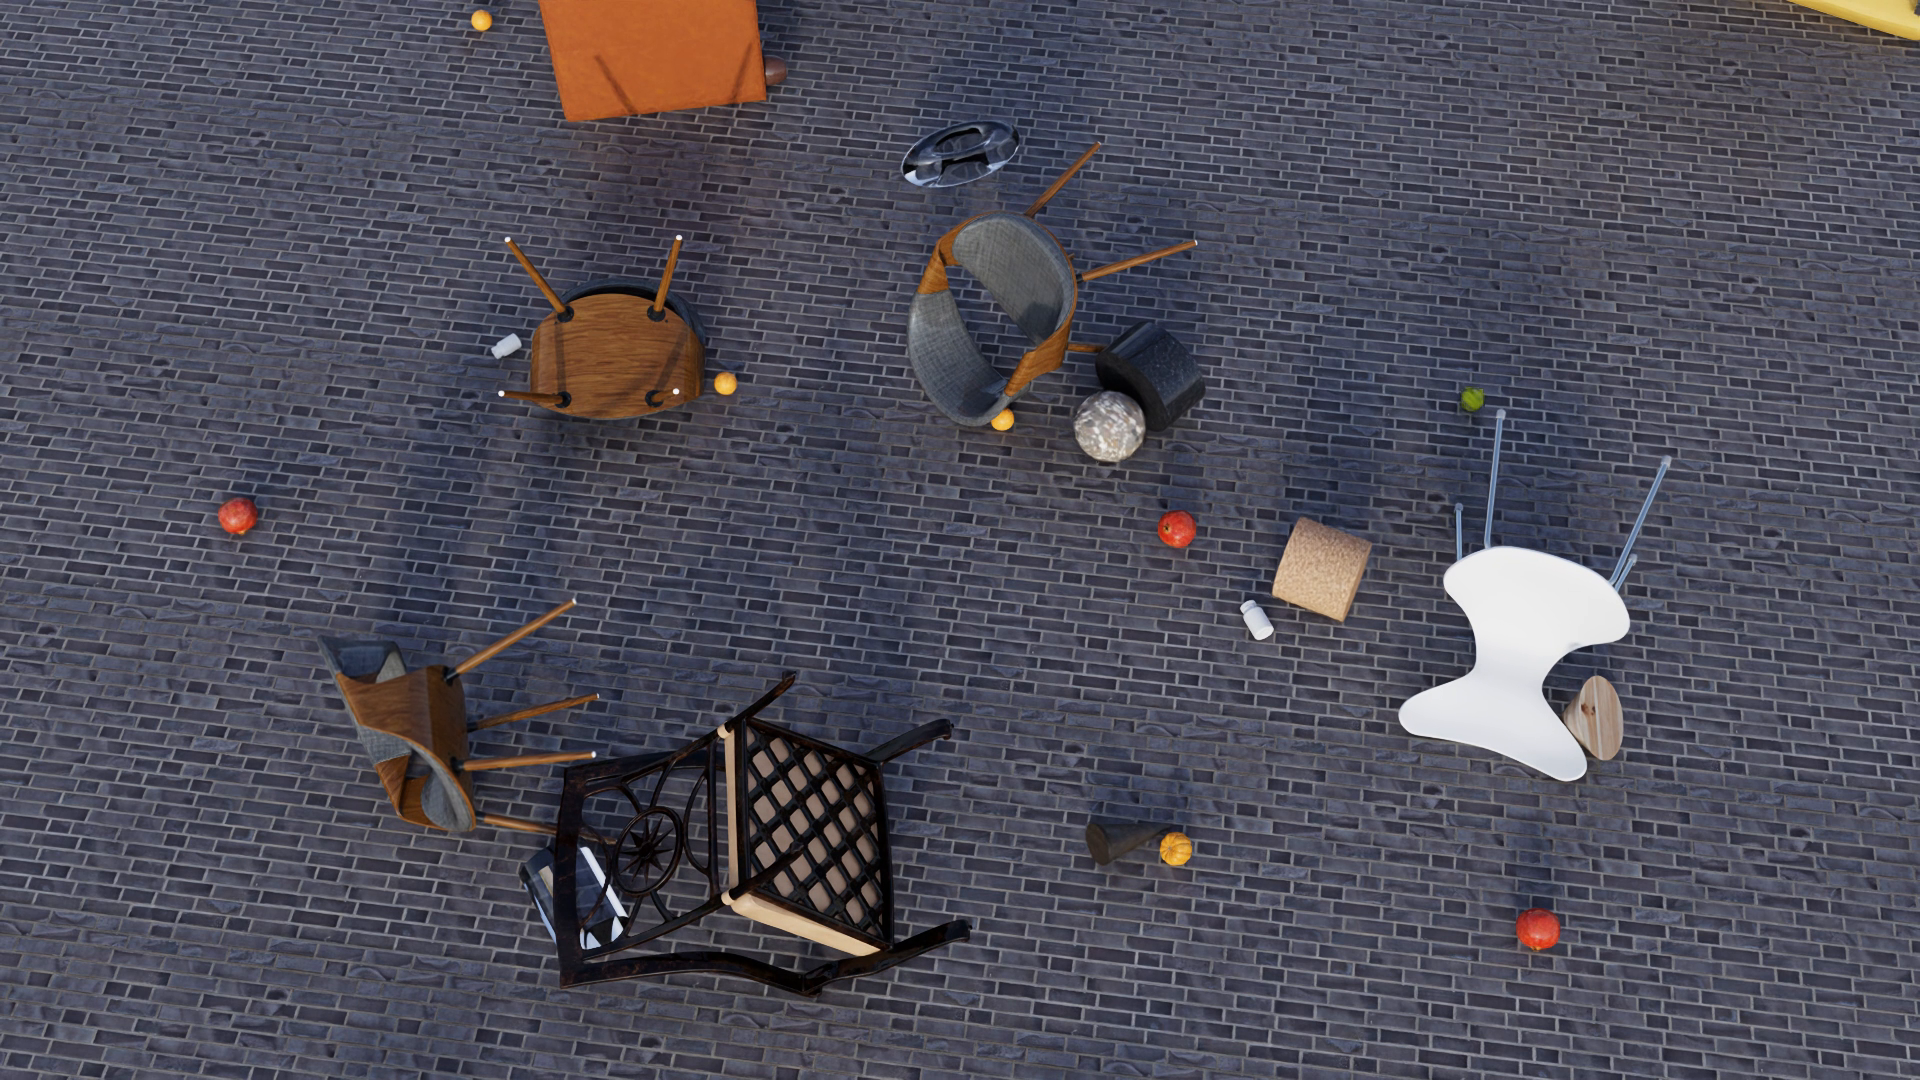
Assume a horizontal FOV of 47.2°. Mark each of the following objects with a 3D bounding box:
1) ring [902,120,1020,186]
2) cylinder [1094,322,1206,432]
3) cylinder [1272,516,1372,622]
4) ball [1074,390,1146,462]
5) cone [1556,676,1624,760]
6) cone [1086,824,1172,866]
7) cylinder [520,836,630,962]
[{"bbox_3d":[0.003,-1.292,7.351,0.420,0.153,0.173,-18,61,-11],"label":"ring"},{"bbox_3d":[0.584,-0.501,6.754,0.168,0.257,0.313,-39,76,-23],"label":"cylinder"},{"bbox_3d":[1.048,0.084,6.367,0.215,0.252,0.232,21,42,14],"label":"cylinder"},{"bbox_3d":[0.454,-0.346,6.675,0.218,0.218,0.218,0,56,0],"label":"ball"},{"bbox_3d":[1.736,0.505,6.178,0.250,0.144,0.236,9,76,-45],"label":"cone"},{"bbox_3d":[0.481,0.804,6.000,0.242,0.112,0.131,-11,26,-23],"label":"cone"},{"bbox_3d":[-1.025,0.952,5.841,0.199,0.155,0.269,-33,61,-6],"label":"cylinder"}]
